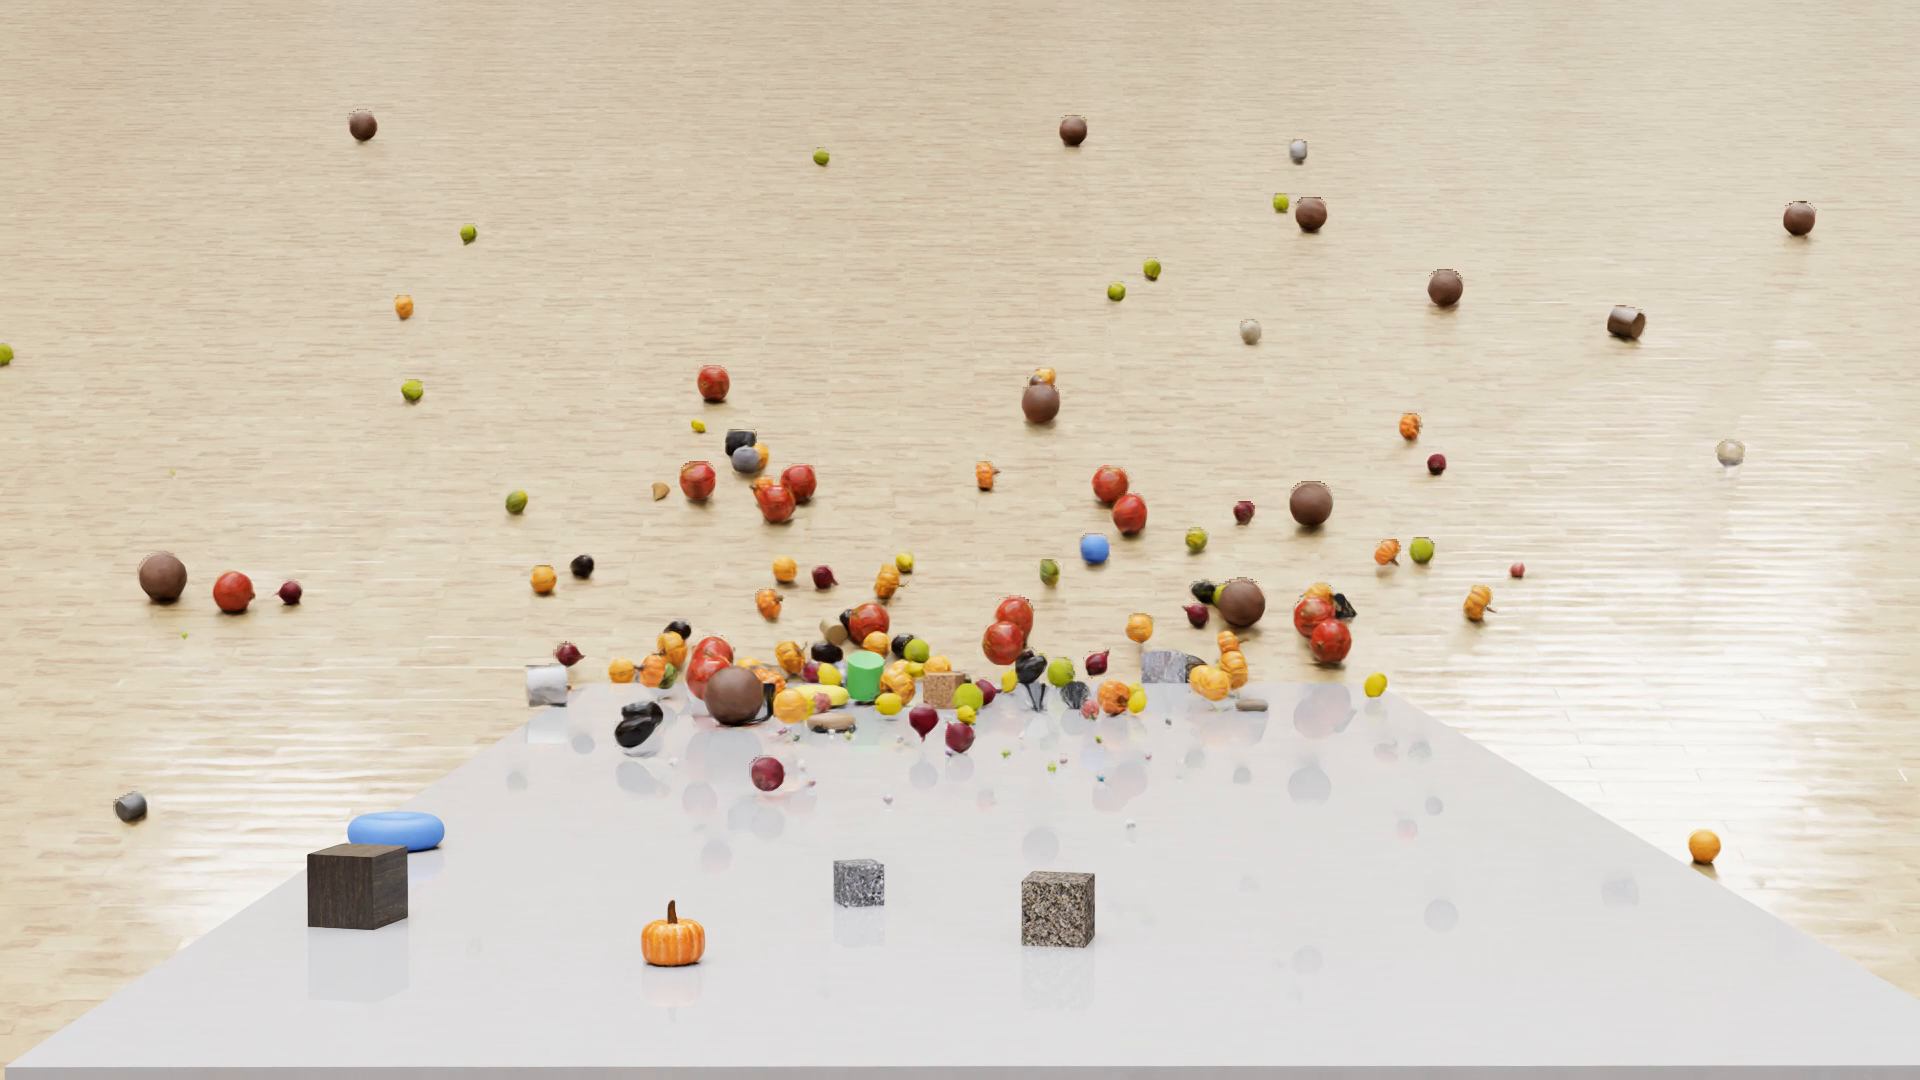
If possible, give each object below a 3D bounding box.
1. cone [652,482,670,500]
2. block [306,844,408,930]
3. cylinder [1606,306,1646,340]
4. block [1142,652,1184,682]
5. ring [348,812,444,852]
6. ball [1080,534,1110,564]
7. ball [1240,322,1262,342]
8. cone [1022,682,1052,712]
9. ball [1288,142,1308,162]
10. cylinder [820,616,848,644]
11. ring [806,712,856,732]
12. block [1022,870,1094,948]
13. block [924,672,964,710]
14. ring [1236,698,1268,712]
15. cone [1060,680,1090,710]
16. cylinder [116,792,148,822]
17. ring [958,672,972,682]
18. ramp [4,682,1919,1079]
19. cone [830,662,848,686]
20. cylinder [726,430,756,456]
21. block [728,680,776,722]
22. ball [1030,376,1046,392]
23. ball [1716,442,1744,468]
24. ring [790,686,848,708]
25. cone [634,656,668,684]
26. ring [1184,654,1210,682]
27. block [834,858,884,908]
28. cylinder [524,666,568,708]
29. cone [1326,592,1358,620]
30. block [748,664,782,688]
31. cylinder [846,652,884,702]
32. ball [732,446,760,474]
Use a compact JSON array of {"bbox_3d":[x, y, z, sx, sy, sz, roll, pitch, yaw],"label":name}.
[{"bbox_3d":[-0.925,-0.139,7.888,0.056,0.056,0.056,6,51,14],"label":"cone"},{"bbox_3d":[-0.772,0.444,3.301,0.093,0.093,0.093,1,2,15],"label":"block"},{"bbox_3d":[2.395,-0.780,9.258,0.099,0.099,0.099,20,31,38],"label":"cylinder"},{"bbox_3d":[0.520,0.328,6.588,0.078,0.078,0.078,6,-8,-43],"label":"block"},{"bbox_3d":[-0.855,0.442,3.905,0.145,0.048,0.145,1,1,0],"label":"ring"},{"bbox_3d":[0.390,0.026,7.435,0.085,0.085,0.085,0,24,0],"label":"ball"},{"bbox_3d":[1.040,-0.743,9.208,0.076,0.076,0.076,0,24,0],"label":"ball"},{"bbox_3d":[0.177,0.373,5.858,0.072,0.072,0.072,0,29,-1],"label":"cone"},{"bbox_3d":[1.505,-1.728,11.452,0.085,0.085,0.085,0,24,0],"label":"ball"},{"bbox_3d":[-0.343,0.244,6.970,0.059,0.059,0.059,-10,25,-21],"label":"cylinder"},{"bbox_3d":[-0.273,0.387,5.474,0.106,0.035,0.106,0,1,0],"label":"ring"},{"bbox_3d":[0.121,0.455,3.175,0.079,0.079,0.079,0,2,12],"label":"block"},{"bbox_3d":[-0.037,0.348,5.949,0.076,0.076,0.076,1,2,18],"label":"block"},{"bbox_3d":[0.666,0.376,5.863,0.075,0.025,0.075,-1,3,0],"label":"ring"},{"bbox_3d":[0.266,0.372,5.907,0.071,0.071,0.071,0,29,0],"label":"cone"},{"bbox_3d":[-1.958,0.633,6.086,0.053,0.053,0.053,17,28,33],"label":"cylinder"},{"bbox_3d":[-0.025,0.362,6.630,0.112,0.037,0.112,0,-10,0],"label":"ring"},{"bbox_3d":[0.054,0.491,4.542,2.000,0.100,4.000,0,2,0],"label":"ramp"},{"bbox_3d":[-0.299,0.351,6.436,0.071,0.071,0.071,4,29,9],"label":"cone"},{"bbox_3d":[-0.698,-0.306,8.194,0.080,0.080,0.080,3,24,6],"label":"cylinder"},{"bbox_3d":[-0.461,0.356,5.690,0.081,0.081,0.081,-1,3,-27],"label":"block"},{"bbox_3d":[0.262,-0.530,8.711,0.055,0.055,0.055,0,24,0],"label":"ball"},{"bbox_3d":[2.427,-0.267,8.110,0.083,0.083,0.083,0,24,0],"label":"ball"},{"bbox_3d":[-0.326,0.363,5.964,0.138,0.046,0.138,1,1,0],"label":"ring"},{"bbox_3d":[-0.787,0.330,6.682,0.092,0.092,0.092,15,38,-13],"label":"cone"},{"bbox_3d":[0.580,0.343,6.755,0.147,0.049,0.147,1,23,0],"label":"ring"},{"bbox_3d":[-0.135,0.457,3.434,0.054,0.054,0.054,-1,2,-20],"label":"block"},{"bbox_3d":[-0.962,0.340,5.988,0.090,0.090,0.090,-4,24,-14],"label":"cylinder"},{"bbox_3d":[1.070,0.197,7.104,0.083,0.083,0.083,23,10,-31],"label":"cone"},{"bbox_3d":[-0.485,0.340,6.400,0.057,0.057,0.057,-2,3,-44],"label":"block"},{"bbox_3d":[-0.221,0.318,6.011,0.086,0.086,0.086,3,25,-2],"label":"cylinder"},{"bbox_3d":[-0.671,-0.250,8.045,0.088,0.088,0.088,0,24,0],"label":"ball"}]
